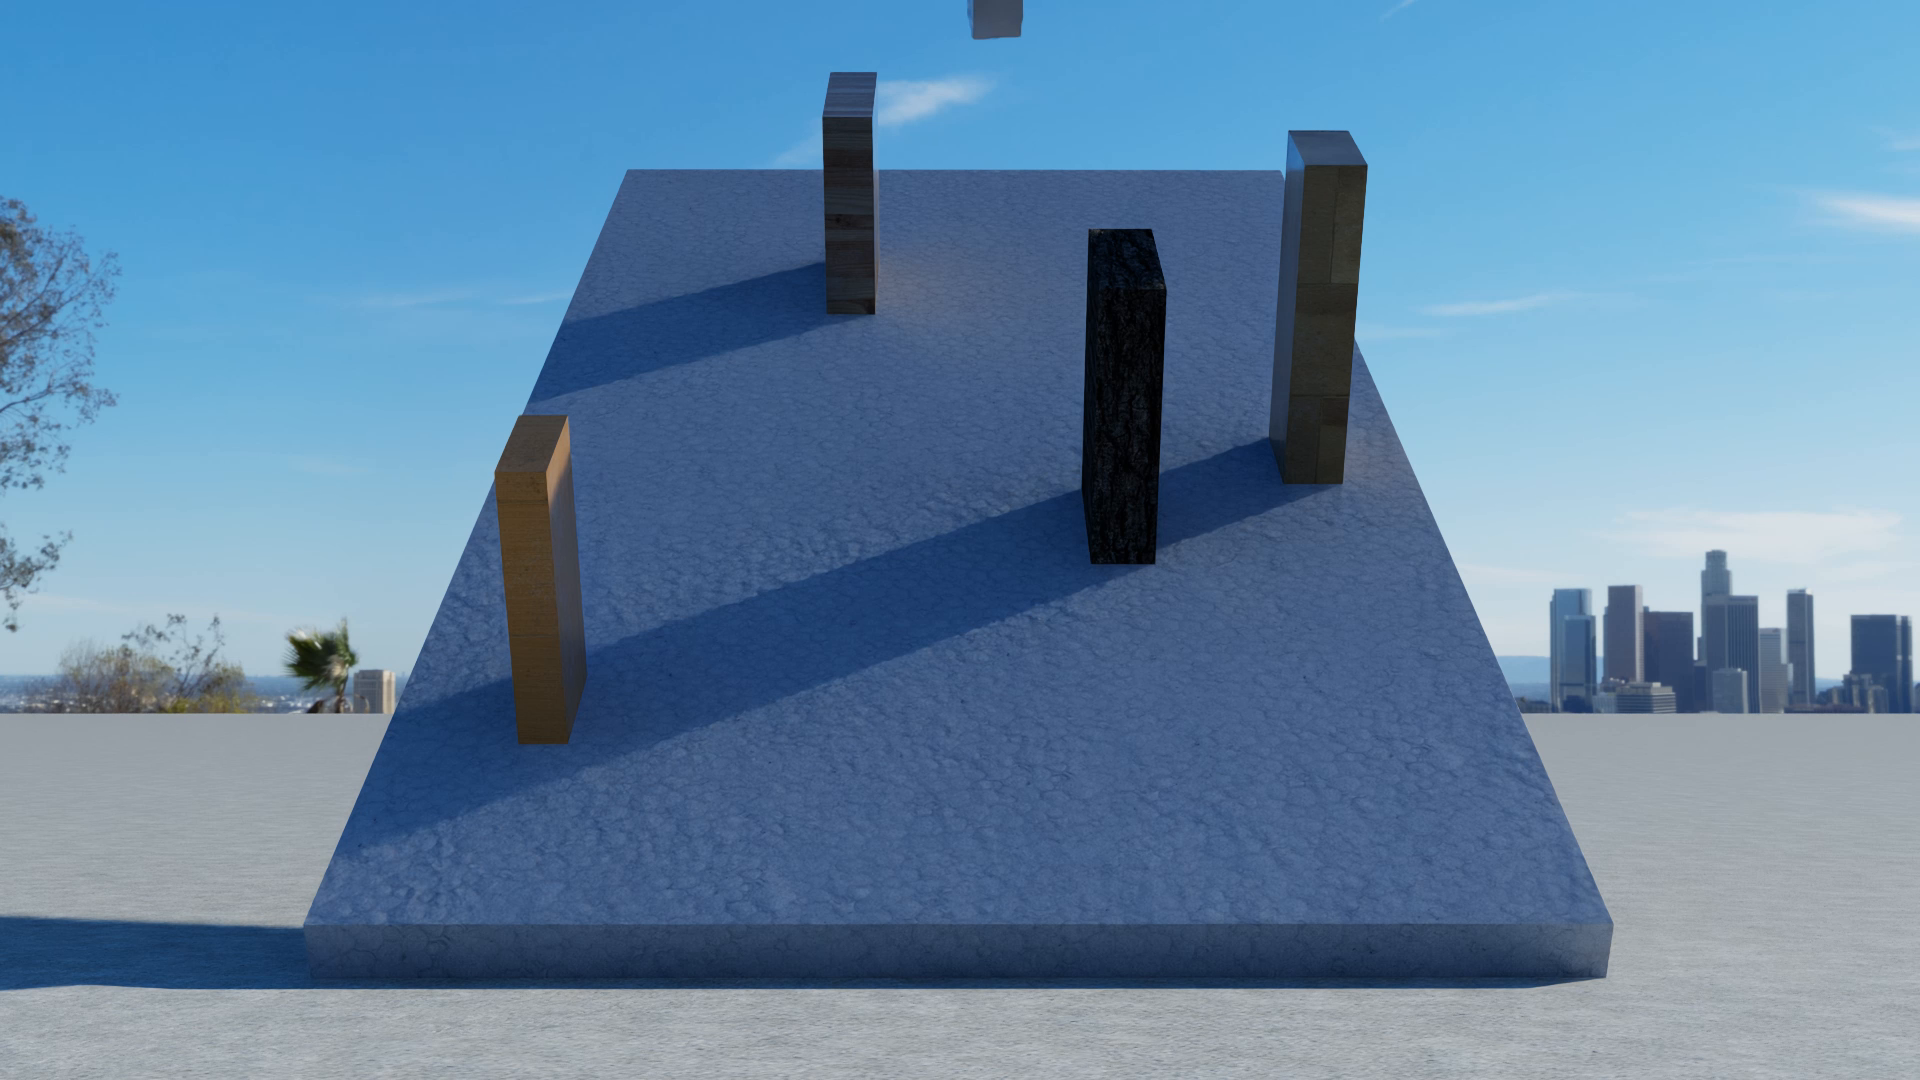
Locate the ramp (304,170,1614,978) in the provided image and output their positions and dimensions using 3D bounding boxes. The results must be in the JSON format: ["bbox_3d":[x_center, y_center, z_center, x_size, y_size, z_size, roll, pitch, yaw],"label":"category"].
[{"bbox_3d":[-0.009,-0.229,5.410,2.000,0.100,4.000,0,25,0],"label":"ramp"}]

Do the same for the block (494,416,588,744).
[{"bbox_3d":[-0.722,0.068,4.067,0.085,0.514,0.245,0,25,0],"label":"block"}]

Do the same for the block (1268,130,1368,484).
[{"bbox_3d":[0.763,-0.497,5.035,0.128,0.709,0.259,0,25,0],"label":"block"}]

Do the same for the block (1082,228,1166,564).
[{"bbox_3d":[0.327,-0.294,4.755,0.129,0.581,0.370,0,25,0],"label":"block"}]

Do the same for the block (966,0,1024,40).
[{"bbox_3d":[0.105,-1.640,7.169,0.151,0.151,0.151,-5,-39,-5],"label":"block"}]

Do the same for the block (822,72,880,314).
[{"bbox_3d":[-0.280,-0.907,6.114,0.124,0.517,0.440,0,25,0],"label":"block"}]
